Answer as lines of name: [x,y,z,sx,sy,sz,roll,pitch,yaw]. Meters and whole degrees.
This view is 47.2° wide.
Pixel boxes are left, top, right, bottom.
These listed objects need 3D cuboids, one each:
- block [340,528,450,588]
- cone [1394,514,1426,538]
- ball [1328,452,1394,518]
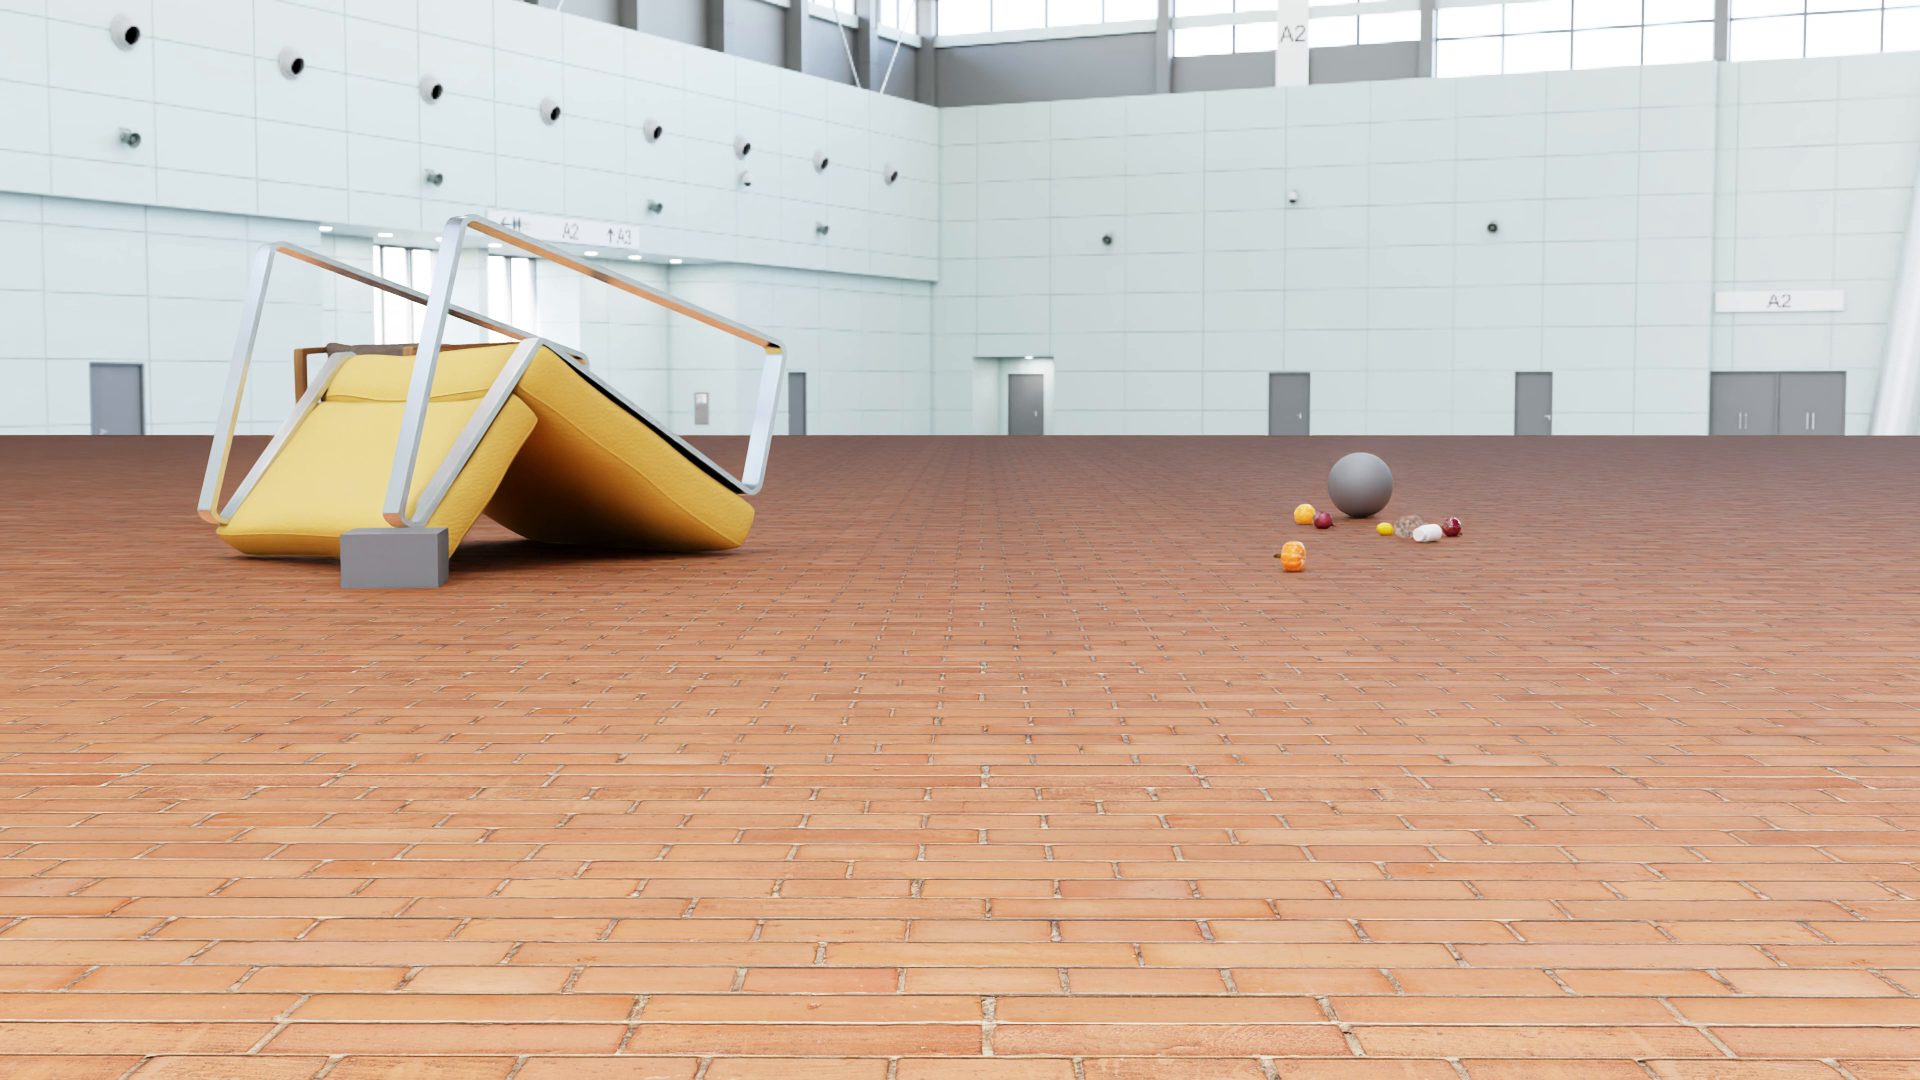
block: [-1.302,0.040,5.075,0.214,0.122,0.241,-1,4,-7]
cone: [1.385,-0.026,6.663,0.110,0.076,0.091,-3,-22,41]
ball: [1.399,-0.193,7.687,0.228,0.228,0.228,0,4,0]
